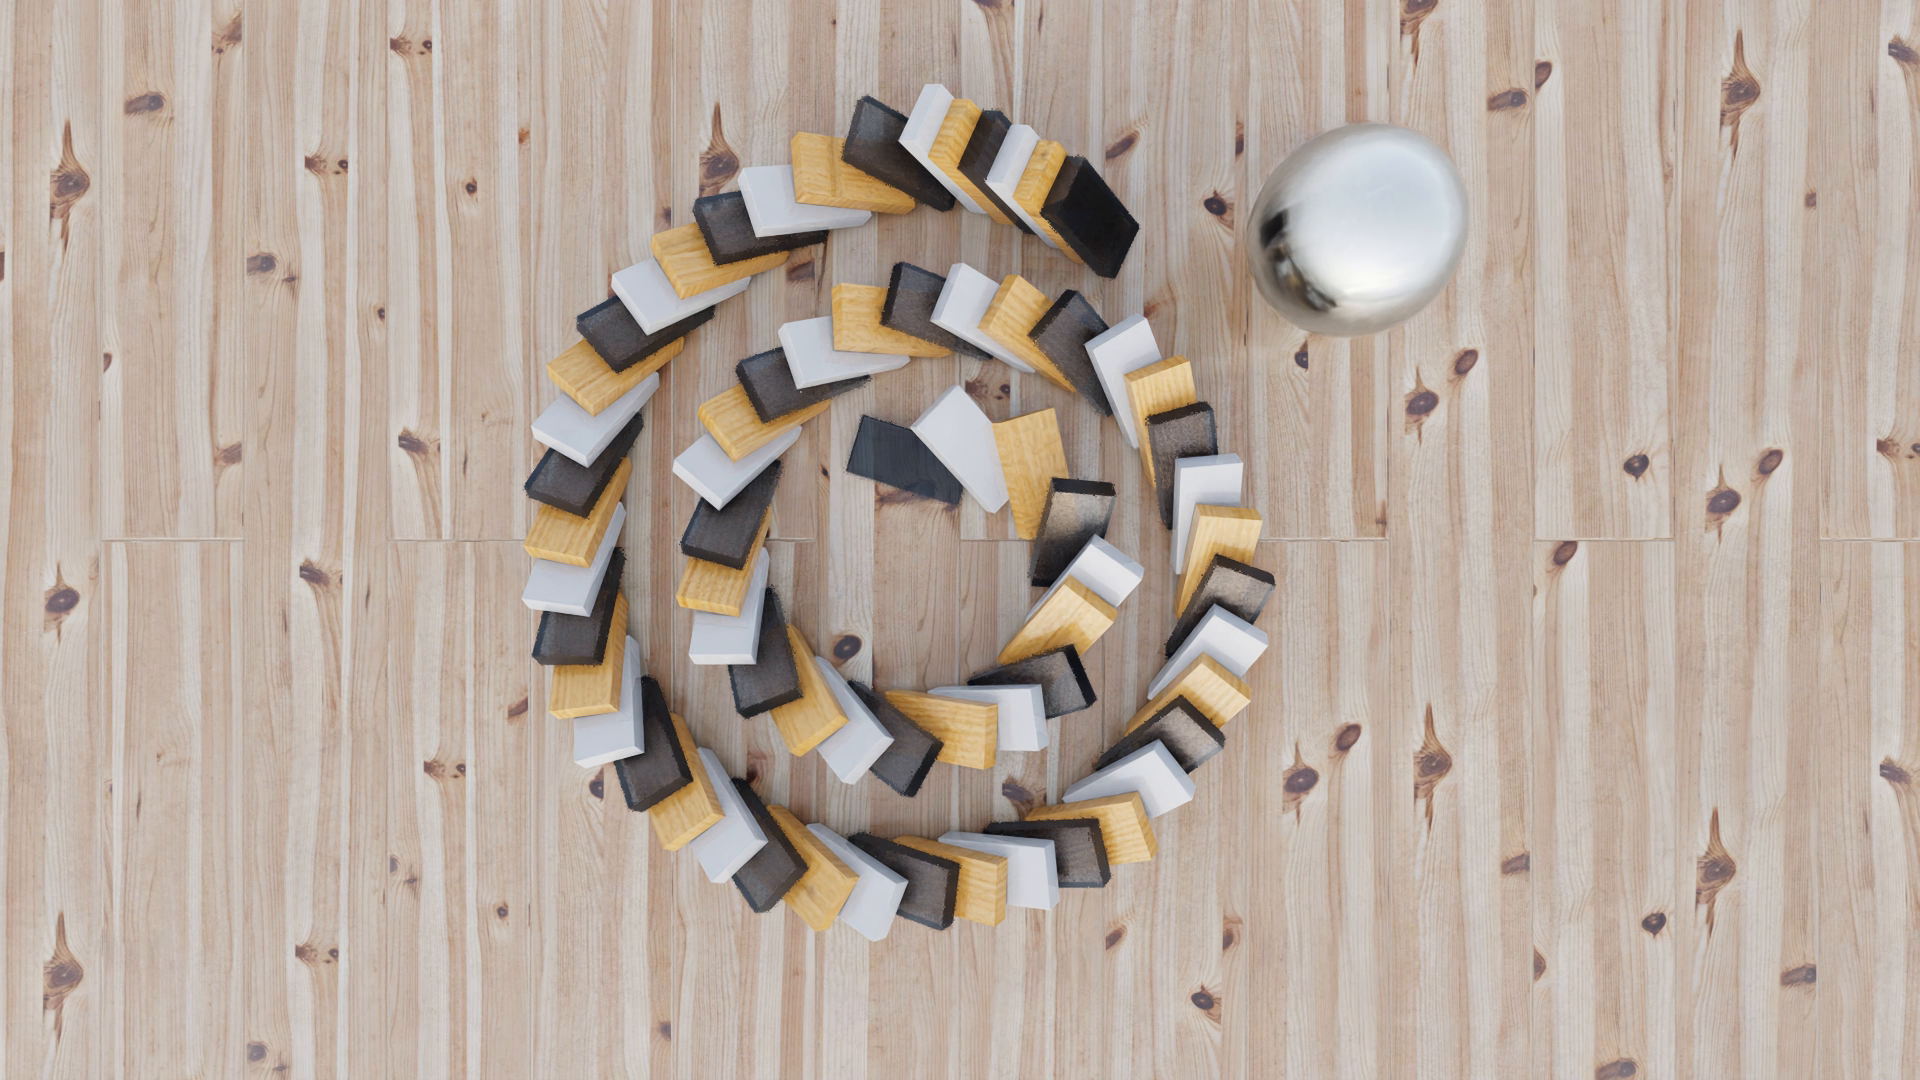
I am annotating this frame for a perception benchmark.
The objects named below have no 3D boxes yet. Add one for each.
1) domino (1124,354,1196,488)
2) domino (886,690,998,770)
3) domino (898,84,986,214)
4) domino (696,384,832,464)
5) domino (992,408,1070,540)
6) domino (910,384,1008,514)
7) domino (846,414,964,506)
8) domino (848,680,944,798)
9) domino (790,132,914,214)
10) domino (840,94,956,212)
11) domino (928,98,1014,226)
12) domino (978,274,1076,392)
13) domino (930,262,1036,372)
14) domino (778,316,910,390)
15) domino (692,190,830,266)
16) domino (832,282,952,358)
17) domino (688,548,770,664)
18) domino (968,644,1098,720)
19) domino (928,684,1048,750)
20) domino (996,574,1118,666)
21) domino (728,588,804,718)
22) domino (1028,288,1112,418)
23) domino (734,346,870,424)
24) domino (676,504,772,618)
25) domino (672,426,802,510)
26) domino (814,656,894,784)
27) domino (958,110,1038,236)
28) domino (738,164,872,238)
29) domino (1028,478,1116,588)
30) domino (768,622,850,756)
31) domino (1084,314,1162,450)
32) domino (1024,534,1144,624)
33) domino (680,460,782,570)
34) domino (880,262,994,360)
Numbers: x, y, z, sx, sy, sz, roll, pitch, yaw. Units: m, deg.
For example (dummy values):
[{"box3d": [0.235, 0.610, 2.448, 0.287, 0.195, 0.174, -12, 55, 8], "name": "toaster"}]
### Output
[{"box3d": [0.087, -0.049, 0.383, 0.025, 0.010, 0.050, -20, 120, -1], "name": "domino"}, {"box3d": [-0.009, 0.078, 0.383, 0.050, 0.009, 0.025, 2, 90, 32], "name": "domino"}, {"box3d": [-0.001, -0.160, 0.378, 0.009, 0.050, 0.025, 24, 88, 40], "name": "domino"}, {"box3d": [-0.081, -0.056, 0.383, 0.050, 0.010, 0.025, -37, 89, -31], "name": "domino"}, {"box3d": [0.032, -0.028, 0.386, 0.025, 0.009, 0.050, -18, 103, -19], "name": "domino"}, {"box3d": [0.005, -0.038, 0.385, 0.025, 0.009, 0.050, -47, 110, -10], "name": "domino"}, {"box3d": [-0.021, -0.034, 0.395, 0.050, 0.009, 0.025, 17, 90, 0], "name": "domino"}, {"box3d": [-0.033, 0.082, 0.383, 0.050, 0.010, 0.025, 30, 90, 33], "name": "domino"}, {"box3d": [-0.044, -0.153, 0.384, 0.050, 0.010, 0.025, -5, 90, -30], "name": "domino"}, {"box3d": [-0.022, -0.160, 0.383, 0.050, 0.009, 0.025, 17, 88, -31], "name": "domino"}, {"box3d": [0.010, -0.155, 0.378, 0.009, 0.050, 0.025, 24, 90, 40], "name": "domino"}, {"box3d": [0.034, -0.086, 0.383, 0.050, 0.010, 0.025, 29, 90, -30], "name": "domino"}, {"box3d": [0.014, -0.092, 0.383, 0.050, 0.009, 0.025, 22, 90, -30], "name": "domino"}, {"box3d": [-0.048, -0.081, 0.383, 0.050, 0.009, 0.025, -18, 90, -31], "name": "domino"}, {"box3d": [-0.083, -0.133, 0.384, 0.050, 0.010, 0.025, -24, 90, -29], "name": "domino"}, {"box3d": [-0.028, -0.091, 0.383, 0.050, 0.010, 0.025, -3, 90, -32], "name": "domino"}, {"box3d": [-0.096, 0.027, 0.383, 0.025, 0.009, 0.050, 0, 59, 1], "name": "domino"}, {"box3d": [0.029, 0.063, 0.382, 0.050, 0.009, 0.025, -23, 90, 33], "name": "domino"}, {"box3d": [0.011, 0.074, 0.383, 0.050, 0.009, 0.025, -7, 90, 32], "name": "domino"}, {"box3d": [0.040, 0.040, 0.383, 0.025, 0.009, 0.050, 38, 122, 0], "name": "domino"}, {"box3d": [-0.084, 0.046, 0.383, 0.025, 0.009, 0.050, -21, 58, 0], "name": "domino"}, {"box3d": [0.054, -0.078, 0.383, 0.050, 0.009, 0.025, 40, 90, -31], "name": "domino"}, {"box3d": [-0.065, -0.070, 0.383, 0.050, 0.010, 0.025, -28, 90, -31], "name": "domino"}, {"box3d": [-0.098, 0.006, 0.383, 0.025, 0.009, 0.050, 10, 59, 0], "name": "domino"}, {"box3d": [-0.092, -0.038, 0.383, 0.025, 0.010, 0.050, 40, 58, 0], "name": "domino"}, {"box3d": [-0.052, 0.075, 0.383, 0.025, 0.010, 0.050, -48, 58, 0], "name": "domino"}, {"box3d": [0.022, -0.150, 0.378, 0.009, 0.050, 0.025, 24, 90, 40], "name": "domino"}, {"box3d": [-0.065, -0.143, 0.384, 0.050, 0.010, 0.025, -18, 90, -30], "name": "domino"}, {"box3d": [0.046, -0.002, 0.379, 0.025, 0.010, 0.050, 4, 129, -8], "name": "domino"}, {"box3d": [-0.069, 0.062, 0.383, 0.025, 0.010, 0.050, -36, 59, 0], "name": "domino"}, {"box3d": [0.073, -0.066, 0.383, 0.025, 0.010, 0.050, -31, 121, 0], "name": "domino"}, {"box3d": [0.051, 0.024, 0.382, 0.025, 0.010, 0.050, 35, 122, -2], "name": "domino"}, {"box3d": [-0.095, -0.014, 0.383, 0.025, 0.009, 0.050, 15, 59, 0], "name": "domino"}, {"box3d": [-0.007, -0.095, 0.383, 0.050, 0.010, 0.025, 13, 90, -31], "name": "domino"}]
